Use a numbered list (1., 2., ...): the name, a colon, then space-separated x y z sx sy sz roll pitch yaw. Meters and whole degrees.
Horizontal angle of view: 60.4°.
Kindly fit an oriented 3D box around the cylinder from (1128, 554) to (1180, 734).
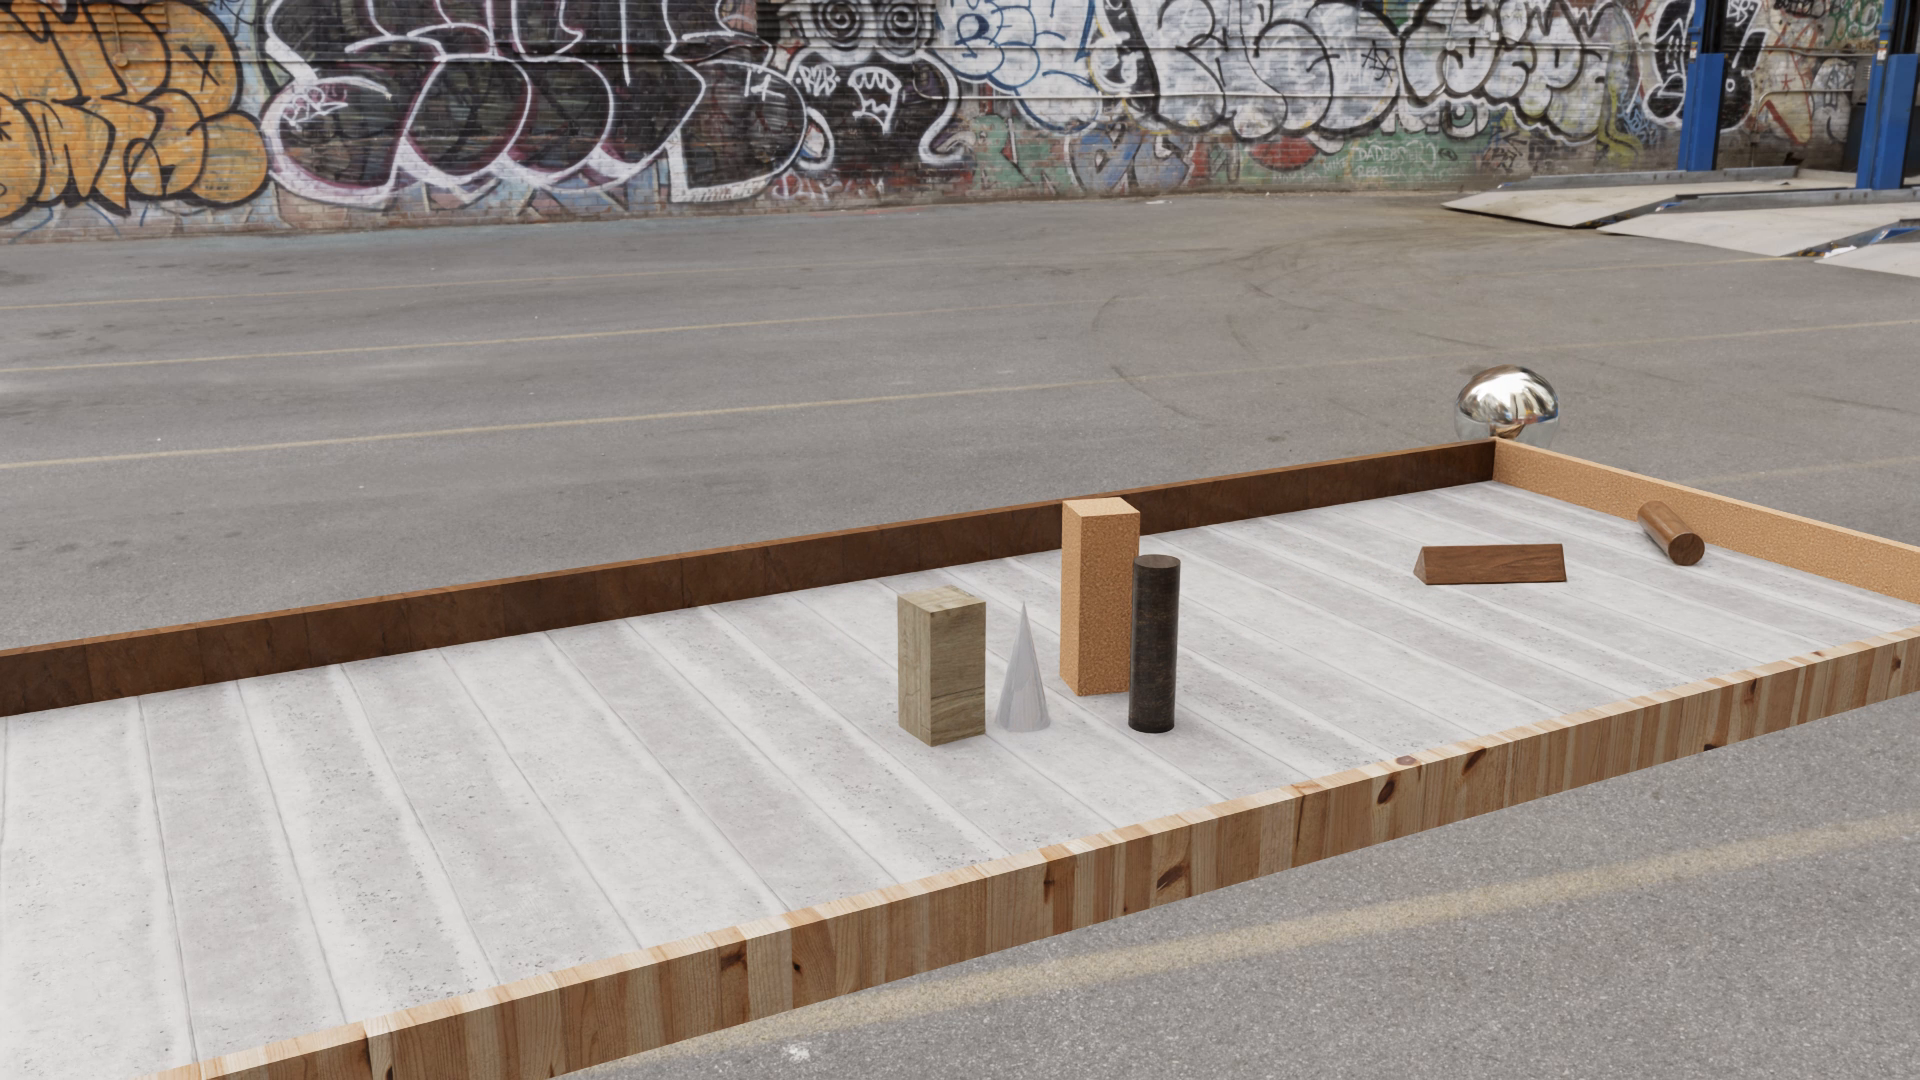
1. cylinder: 0.450 0.241 3.822 0.109 0.402 0.109 0 16 0

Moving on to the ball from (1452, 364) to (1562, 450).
1. ball: 2.090 -0.474 6.309 0.393 0.393 0.393 0 16 0

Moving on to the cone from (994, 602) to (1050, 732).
1. cone: 0.148 0.282 3.853 0.132 0.305 0.132 0 16 0

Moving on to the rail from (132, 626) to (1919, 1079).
1. rail: -2.336 1.006 1.665 12.000 0.150 0.050 -9 18 -27

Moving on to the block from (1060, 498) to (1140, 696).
1. block: 0.342 0.139 4.069 0.148 0.459 0.148 -4 17 -14

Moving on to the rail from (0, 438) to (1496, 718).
1. rail: -3.305 0.497 3.399 12.000 0.150 0.050 -9 18 -27

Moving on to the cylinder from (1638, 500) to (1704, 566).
1. cylinder: 2.261 -0.025 5.254 0.105 0.105 0.392 2 17 8

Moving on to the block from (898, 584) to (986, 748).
1. block: -0.043 0.288 3.803 0.147 0.323 0.147 -10 19 -30

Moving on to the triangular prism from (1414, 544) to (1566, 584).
1. triangular prism: 1.594 0.063 4.952 0.428 0.101 0.117 -1 17 -4

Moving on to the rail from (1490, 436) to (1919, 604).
1. rail: 2.466 -0.048 5.253 0.050 0.150 2.100 -9 18 -27
